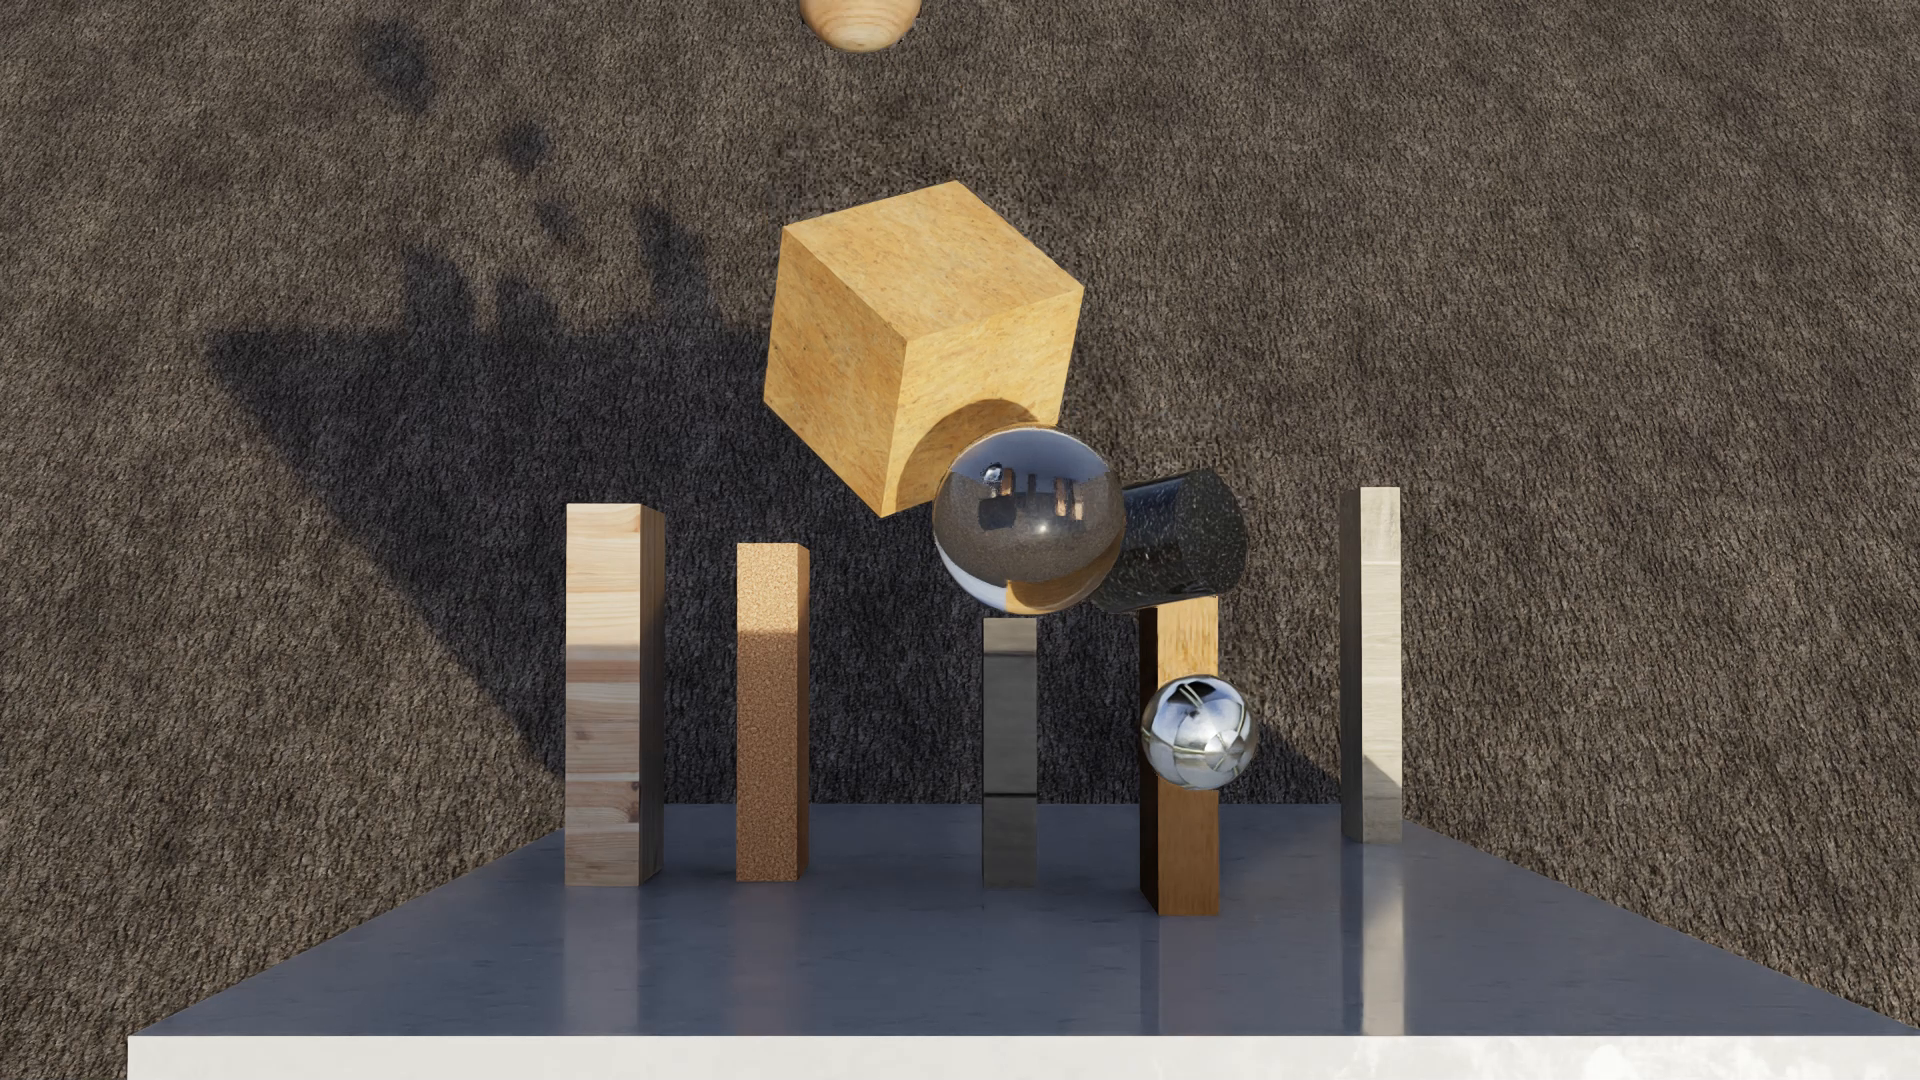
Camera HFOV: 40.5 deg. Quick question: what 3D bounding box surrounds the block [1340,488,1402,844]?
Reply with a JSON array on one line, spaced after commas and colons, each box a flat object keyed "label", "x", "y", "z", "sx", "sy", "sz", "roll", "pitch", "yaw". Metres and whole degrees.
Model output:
[{"label": "block", "x": 0.902, "y": 0.274, "z": 5.723, "sx": 0.084, "sy": 0.762, "sz": 0.318, "roll": 0, "pitch": -2, "yaw": 0}]

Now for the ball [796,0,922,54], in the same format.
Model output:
[{"label": "ball", "x": -0.089, "y": -0.490, "z": 2.305, "sx": 0.114, "sy": 0.114, "sz": 0.114, "roll": 0, "pitch": 36, "yaw": 0}]

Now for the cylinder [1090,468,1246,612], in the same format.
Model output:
[{"label": "cylinder", "x": 0.248, "y": 0.002, "z": 3.229, "sx": 0.155, "sy": 0.155, "sz": 0.155, "roll": -12, "pitch": 24, "yaw": 38}]

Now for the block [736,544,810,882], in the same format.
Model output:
[{"label": "block", "x": -0.349, "y": 0.318, "z": 4.895, "sx": 0.109, "sy": 0.611, "sz": 0.372, "roll": 0, "pitch": -2, "yaw": 0}]

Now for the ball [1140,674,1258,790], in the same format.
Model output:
[{"label": "ball", "x": 0.298, "y": 0.240, "z": 3.247, "sx": 0.146, "sy": 0.146, "sz": 0.146, "roll": 0, "pitch": 36, "yaw": 0}]

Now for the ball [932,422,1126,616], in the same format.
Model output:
[{"label": "ball", "x": 0.064, "y": -0.020, "z": 2.389, "sx": 0.177, "sy": 0.177, "sz": 0.177, "roll": 0, "pitch": 36, "yaw": 0}]

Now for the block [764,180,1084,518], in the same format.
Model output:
[{"label": "block", "x": -0.040, "y": -0.192, "z": 2.565, "sx": 0.210, "sy": 0.210, "sz": 0.210, "roll": -20, "pitch": 47, "yaw": -32}]

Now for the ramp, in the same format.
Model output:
[{"label": "ramp", "x": 0.079, "y": 0.673, "z": 4.873, "sx": 2.000, "sy": 0.100, "sz": 4.000, "roll": 0, "pitch": -2, "yaw": 0}]

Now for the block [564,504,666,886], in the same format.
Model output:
[{"label": "block", "x": -0.635, "y": 0.282, "z": 4.816, "sx": 0.131, "sy": 0.679, "sz": 0.391, "roll": 0, "pitch": -2, "yaw": 0}]

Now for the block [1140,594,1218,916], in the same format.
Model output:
[{"label": "block", "x": 0.363, "y": 0.259, "z": 4.349, "sx": 0.096, "sy": 0.689, "sz": 0.423, "roll": 0, "pitch": -2, "yaw": 0}]

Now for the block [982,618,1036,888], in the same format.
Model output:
[{"label": "block", "x": 0.088, "y": 0.382, "z": 4.768, "sx": 0.093, "sy": 0.475, "sz": 0.393, "roll": 0, "pitch": -2, "yaw": 0}]
